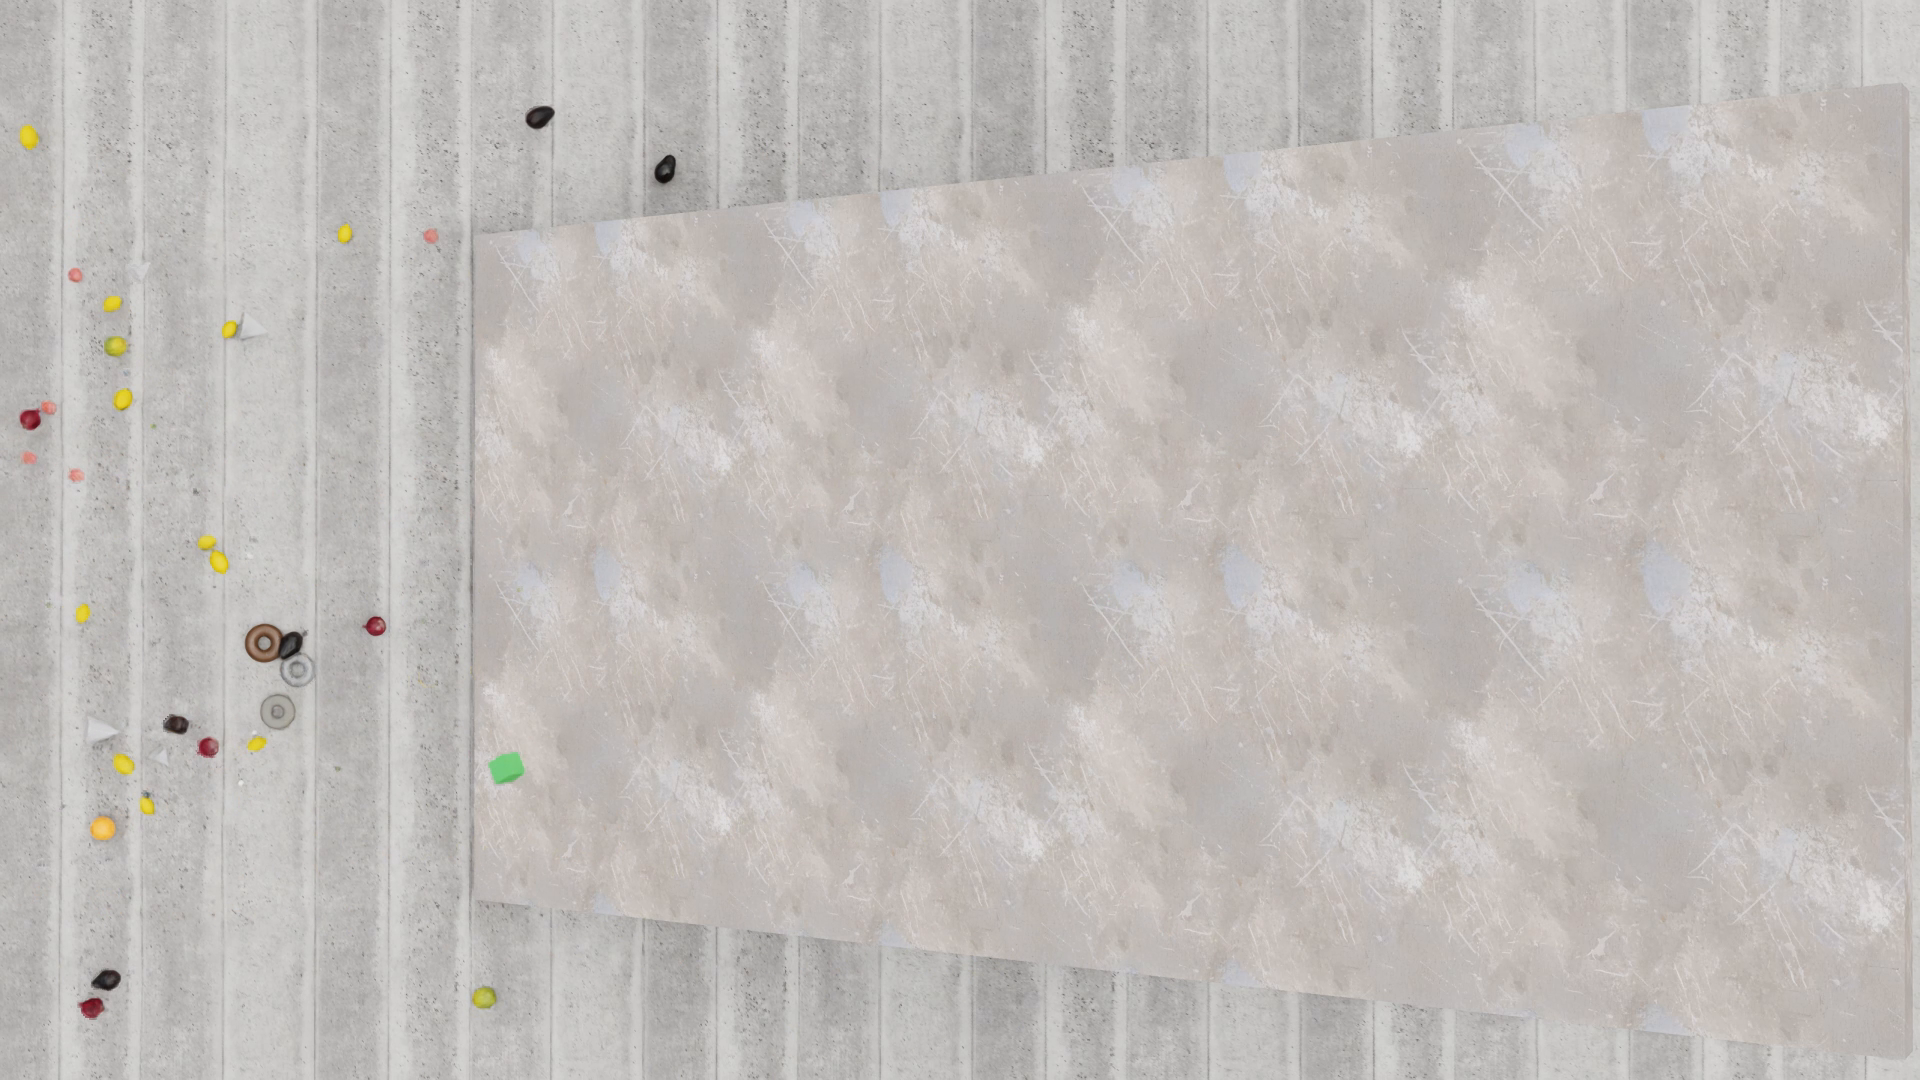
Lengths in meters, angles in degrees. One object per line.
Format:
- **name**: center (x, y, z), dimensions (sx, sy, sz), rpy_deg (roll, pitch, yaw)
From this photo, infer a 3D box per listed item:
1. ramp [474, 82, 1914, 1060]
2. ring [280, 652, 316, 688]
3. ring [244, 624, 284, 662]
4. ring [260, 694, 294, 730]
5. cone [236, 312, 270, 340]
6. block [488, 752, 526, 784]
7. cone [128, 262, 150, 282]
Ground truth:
- **ramp**: center (0.261, 0.072, 5.602), dimensions (4.000, 0.100, 2.000), rpy_deg (0, 89, 32)
- **ring**: center (-2.013, 0.395, 6.685), dimensions (0.109, 0.036, 0.109), rpy_deg (0, 90, -1)
- **ring**: center (-2.114, 0.314, 6.684), dimensions (0.119, 0.040, 0.119), rpy_deg (0, 89, -1)
- **ring**: center (-2.074, 0.522, 6.684), dimensions (0.106, 0.035, 0.106), rpy_deg (0, 90, 1)
- **cone**: center (-2.144, -0.640, 6.692), dimensions (0.089, 0.089, 0.089), rpy_deg (13, 89, -27)
- **block**: center (-1.339, 0.675, 6.500), dimensions (0.066, 0.066, 0.066), rpy_deg (-32, 73, 28)
- **cone**: center (-2.490, -0.828, 6.700), dimensions (0.063, 0.063, 0.063), rpy_deg (42, 63, 0)
